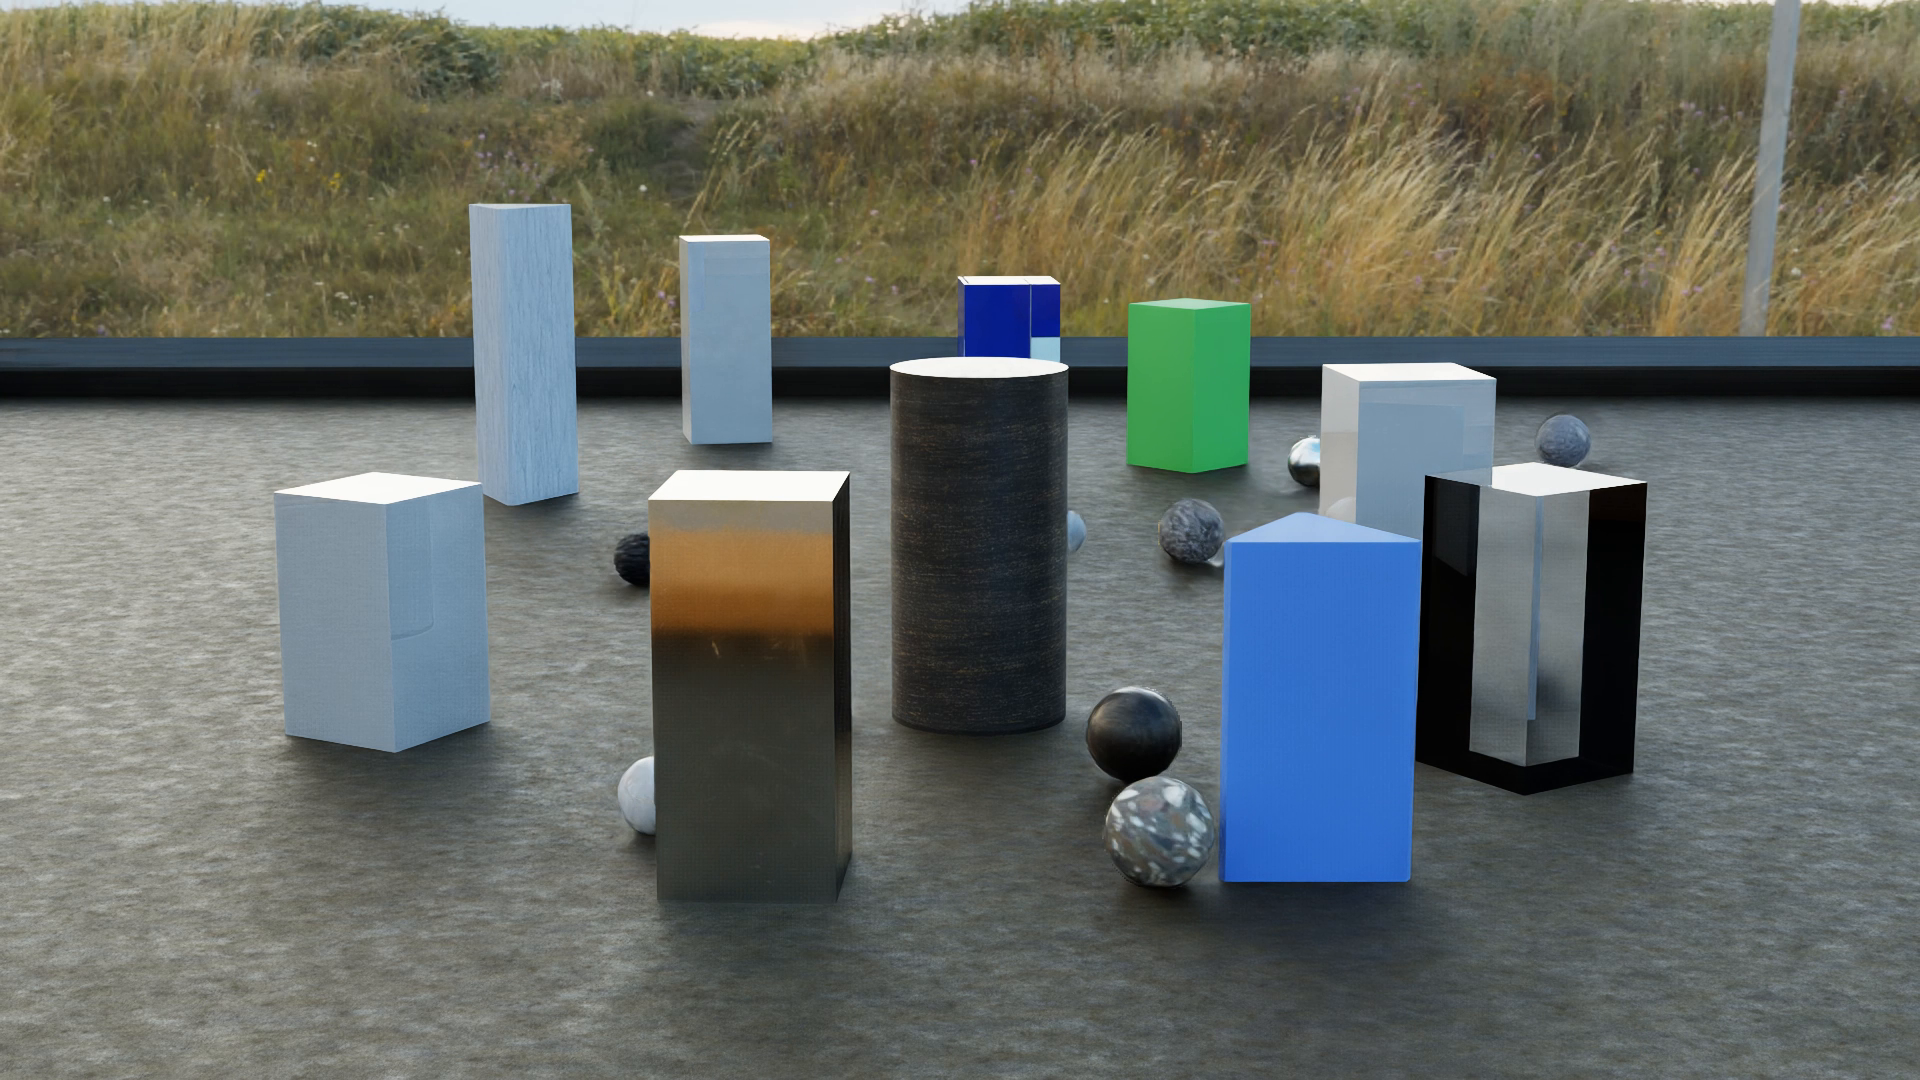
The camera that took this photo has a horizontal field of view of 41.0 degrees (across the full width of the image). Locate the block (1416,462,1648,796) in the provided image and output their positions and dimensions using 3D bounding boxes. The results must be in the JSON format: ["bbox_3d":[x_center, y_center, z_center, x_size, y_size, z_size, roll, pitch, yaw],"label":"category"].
[{"bbox_3d":[0.593,0.088,2.671,0.158,0.307,0.158,-7,12,-33],"label":"block"}]

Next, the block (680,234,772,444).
[{"bbox_3d":[-0.461,-0.396,5.047,0.158,0.393,0.158,-2,11,-12],"label":"block"}]

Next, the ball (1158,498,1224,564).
[{"bbox_3d":[0.342,-0.013,3.790,0.097,0.097,0.097,0,10,0],"label":"ball"}]

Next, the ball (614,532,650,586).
[{"bbox_3d":[-0.453,0.026,3.638,0.076,0.076,0.076,0,10,0],"label":"ball"}]

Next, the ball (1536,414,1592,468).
[{"bbox_3d":[1.105,-0.181,4.696,0.098,0.098,0.098,0,10,0],"label":"ball"}]

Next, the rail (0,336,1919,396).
[{"bbox_3d":[-0.013,-0.384,5.700,4.444,0.129,0.045,0,10,0],"label":"rail"}]

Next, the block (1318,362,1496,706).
[{"bbox_3d":[0.516,-0.008,2.993,0.158,0.378,0.158,-1,11,-7],"label":"block"}]

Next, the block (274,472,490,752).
[{"bbox_3d":[-0.636,0.076,2.835,0.158,0.271,0.158,6,12,29],"label":"block"}]

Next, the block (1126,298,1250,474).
[{"bbox_3d":[0.420,-0.287,4.721,0.158,0.296,0.158,-10,15,-44],"label":"block"}]

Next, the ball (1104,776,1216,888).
[{"bbox_3d":[0.179,0.262,2.301,0.099,0.099,0.099,0,10,0],"label":"ball"}]

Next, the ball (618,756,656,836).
[{"bbox_3d":[-0.290,0.245,2.456,0.076,0.076,0.076,0,10,0],"label":"ball"}]

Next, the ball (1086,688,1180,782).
[{"bbox_3d":[0.178,0.200,2.639,0.097,0.097,0.097,0,10,0],"label":"ball"}]

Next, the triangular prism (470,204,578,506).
[{"bbox_3d":[-0.769,-0.321,4.363,0.149,0.494,0.172,7,12,32],"label":"triangular prism"}]

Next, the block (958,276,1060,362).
[{"bbox_3d":[0.081,-0.253,4.336,0.158,0.371,0.158,-1,11,-4],"label":"block"}]

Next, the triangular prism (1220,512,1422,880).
[{"bbox_3d":[0.321,0.141,2.367,0.172,0.312,0.149,0,10,0],"label":"triangular prism"}]

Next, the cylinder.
[{"bbox_3d":[0.021,0.003,2.880,0.198,0.397,0.198,0,10,0],"label":"cylinder"}]

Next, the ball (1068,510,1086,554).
[{"bbox_3d":[0.155,-0.012,3.862,0.069,0.069,0.069,0,10,0],"label":"ball"}]

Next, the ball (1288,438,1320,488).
[{"bbox_3d":[0.616,-0.135,4.479,0.087,0.087,0.087,0,10,0],"label":"ball"}]

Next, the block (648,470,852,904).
[{"bbox_3d":[-0.184,0.128,2.304,0.158,0.360,0.158,1,10,3],"label":"block"}]
